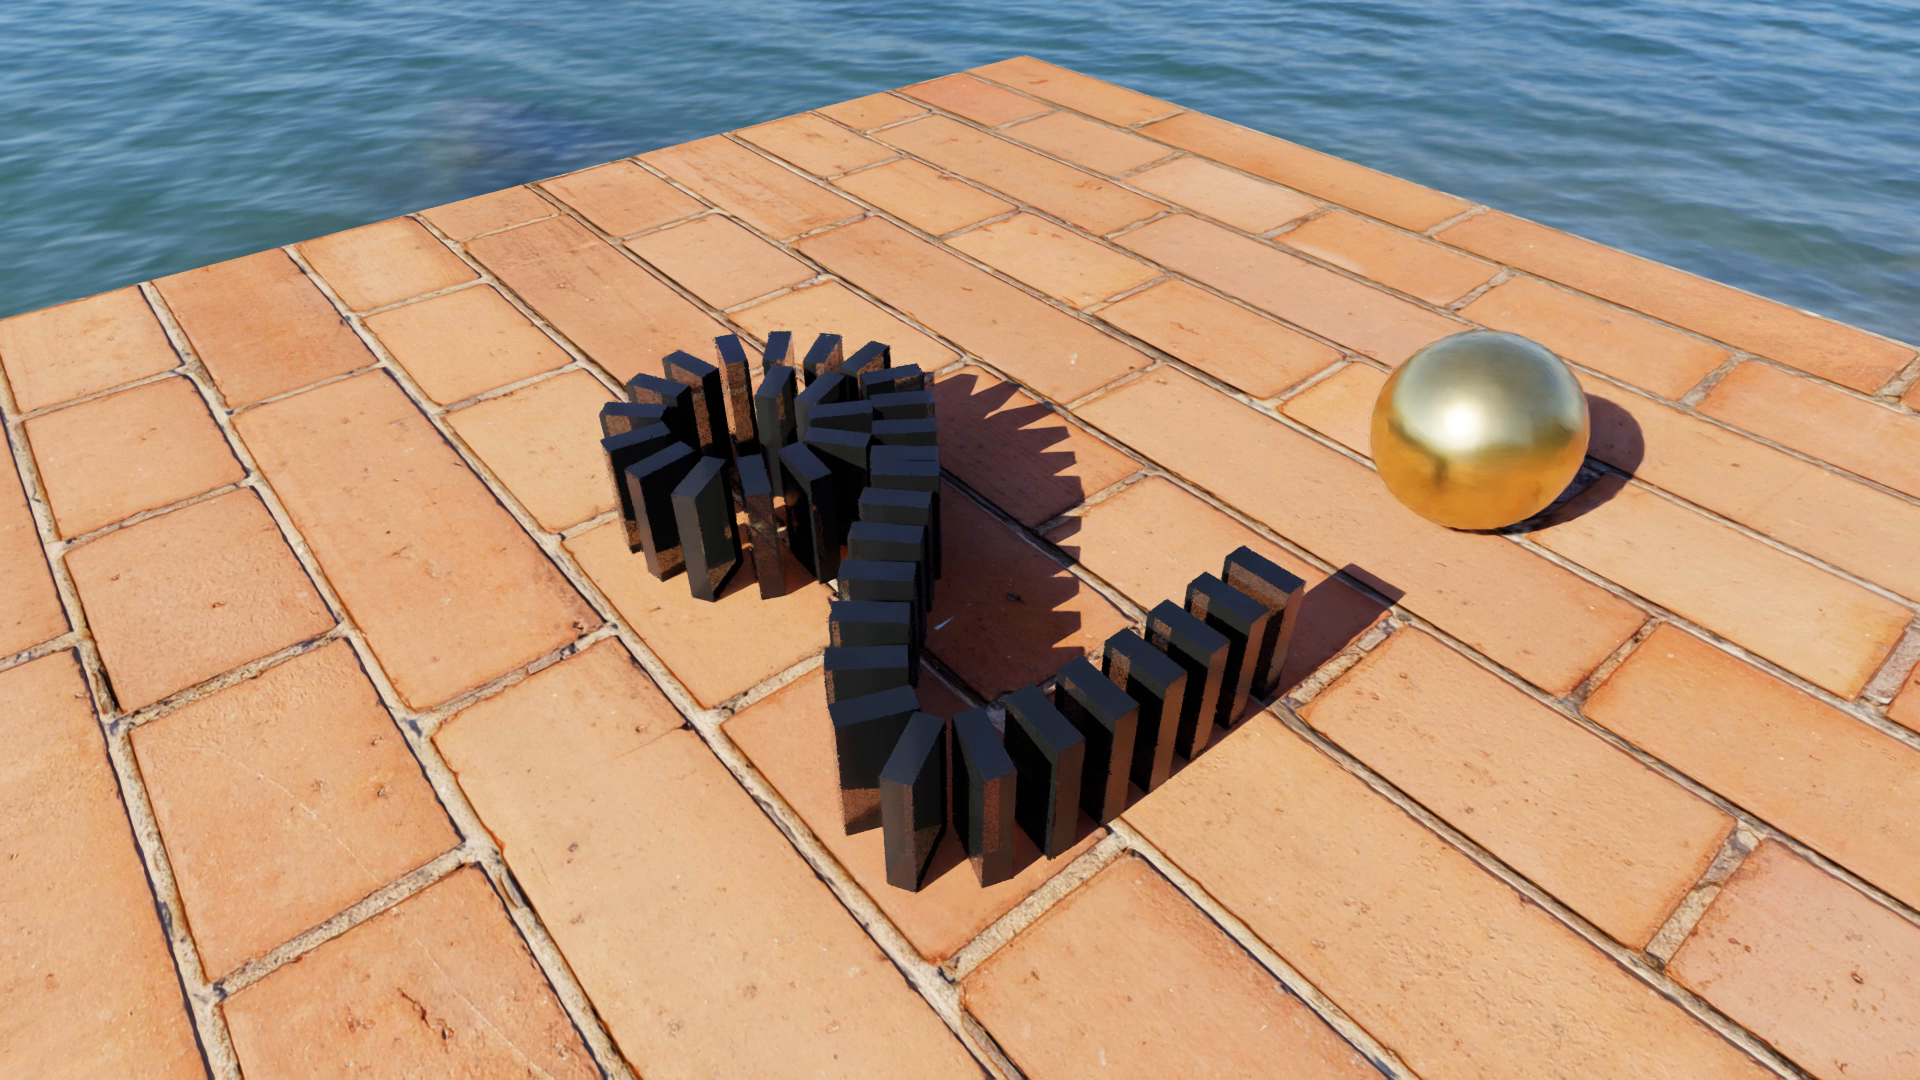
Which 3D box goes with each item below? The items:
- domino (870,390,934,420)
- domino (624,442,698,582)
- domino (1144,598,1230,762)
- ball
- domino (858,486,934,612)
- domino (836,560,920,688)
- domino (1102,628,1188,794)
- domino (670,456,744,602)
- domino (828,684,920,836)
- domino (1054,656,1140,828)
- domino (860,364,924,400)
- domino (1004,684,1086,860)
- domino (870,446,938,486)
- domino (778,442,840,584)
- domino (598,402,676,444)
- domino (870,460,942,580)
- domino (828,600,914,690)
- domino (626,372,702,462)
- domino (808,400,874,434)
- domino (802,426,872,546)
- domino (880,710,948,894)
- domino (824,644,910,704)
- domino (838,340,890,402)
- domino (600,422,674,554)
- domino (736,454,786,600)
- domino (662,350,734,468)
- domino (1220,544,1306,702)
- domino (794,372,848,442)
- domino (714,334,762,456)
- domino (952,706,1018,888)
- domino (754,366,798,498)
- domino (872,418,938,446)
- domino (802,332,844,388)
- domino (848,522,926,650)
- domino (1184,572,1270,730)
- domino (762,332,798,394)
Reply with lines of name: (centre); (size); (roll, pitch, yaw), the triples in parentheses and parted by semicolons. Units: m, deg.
domino: (-0.023, -0.037, 0.457); (0.025, 0.050, 0.009); (-6, 40, -7)
domino: (-0.111, -0.011, 0.424); (0.009, 0.050, 0.025); (31, 48, 32)
domino: (0.071, 0.046, 0.355); (0.009, 0.050, 0.025); (-30, 48, -31)
ball: (0.207, -0.044, 0.441); (0.080, 0.080, 0.080); (0, 39, 0)
domino: (-0.023, 0.004, 0.406); (0.025, 0.050, 0.009); (5, 40, 6)
domino: (-0.027, 0.029, 0.376); (0.025, 0.050, 0.009); (2, 39, 3)
domino: (0.056, 0.054, 0.345); (0.009, 0.050, 0.025); (-28, 47, -30)
domino: (-0.095, -0.004, 0.416); (0.010, 0.050, 0.025); (11, 41, 14)
domino: (-0.025, 0.067, 0.330); (0.025, 0.050, 0.010); (-12, 41, -14)
domino: (0.040, 0.062, 0.336); (0.009, 0.050, 0.025); (-26, 46, -28)
domino: (-0.028, -0.050, 0.472); (0.025, 0.050, 0.010); (-13, 41, -16)
domino: (0.024, 0.069, 0.327); (0.010, 0.050, 0.025); (-23, 44, -25)
domino: (-0.021, -0.013, 0.428); (0.025, 0.050, 0.009); (1, 39, 1)
domino: (-0.058, -0.010, 0.424); (0.009, 0.050, 0.025); (-24, 45, -26)
domino: (-0.129, -0.032, 0.451); (0.025, 0.050, 0.009); (3, 39, 4)
domino: (-0.020, -0.007, 0.420); (0.025, 0.050, 0.009); (1, 39, 2)
domino: (-0.028, 0.042, 0.360); (0.025, 0.050, 0.010); (1, 39, 2)
domino: (-0.124, -0.044, 0.466); (0.025, 0.050, 0.010); (16, 42, 18)
domino: (-0.047, -0.033, 0.451); (0.025, 0.050, 0.009); (-7, 40, -8)
domino: (-0.047, -0.020, 0.436); (0.025, 0.050, 0.009); (7, 40, 9)
domino: (-0.013, 0.076, 0.318); (0.010, 0.050, 0.025); (13, 41, 16)
domino: (-0.028, 0.054, 0.345); (0.025, 0.050, 0.009); (-2, 39, -3)
domino: (-0.041, -0.059, 0.484); (0.010, 0.050, 0.025); (20, 44, 23)
domino: (-0.124, -0.020, 0.436); (0.025, 0.050, 0.010); (-21, 44, -23)
domino: (-0.075, -0.005, 0.417); (0.010, 0.050, 0.025); (-11, 41, -13)
domino: (-0.114, -0.055, 0.479); (0.025, 0.050, 0.009); (26, 46, 28)
domino: (0.100, 0.029, 0.376); (0.009, 0.050, 0.025); (-30, 48, -31)
domino: (-0.057, -0.043, 0.464); (0.010, 0.050, 0.025); (17, 42, 19)
domino: (-0.098, -0.063, 0.488); (0.010, 0.050, 0.025); (-14, 41, -16)
domino: (0.007, 0.075, 0.320); (0.010, 0.050, 0.025); (-13, 41, -16)
domino: (-0.076, -0.046, 0.467); (0.009, 0.050, 0.025); (6, 40, 7)
domino: (-0.022, -0.025, 0.442); (0.025, 0.050, 0.009); (-3, 39, -3)
domino: (-0.059, -0.063, 0.489); (0.009, 0.050, 0.025); (8, 40, 10)
domino: (-0.025, 0.017, 0.391); (0.025, 0.050, 0.009); (4, 39, 5)
domino: (0.085, 0.037, 0.366); (0.009, 0.050, 0.025); (-30, 48, -32)
domino: (-0.079, -0.065, 0.491); (0.010, 0.050, 0.025); (0, 39, 0)
